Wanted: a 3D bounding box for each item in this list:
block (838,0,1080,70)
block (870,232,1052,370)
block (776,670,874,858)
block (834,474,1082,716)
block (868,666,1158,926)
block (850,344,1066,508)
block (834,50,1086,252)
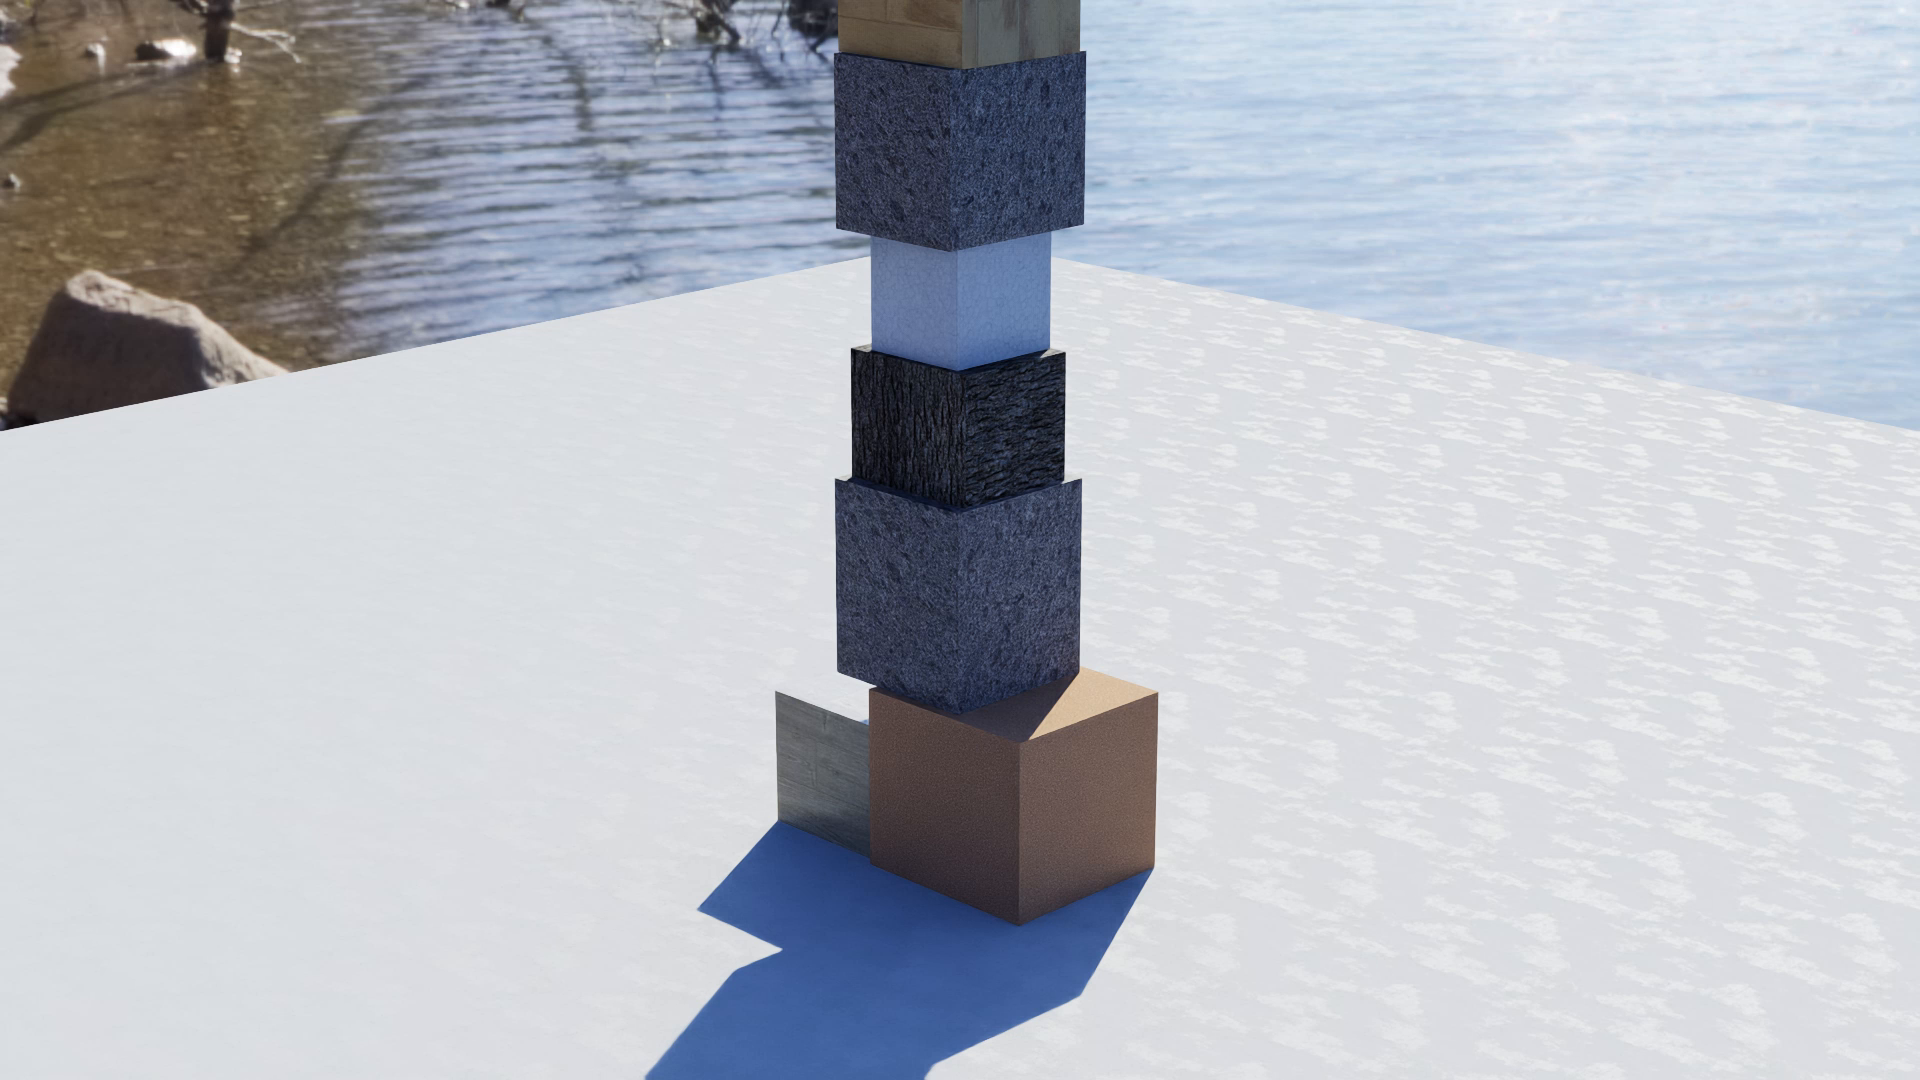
[{"bbox_3d":[-0.004,-2.500,12.552,0.720,0.816,0.757,-17,24,-42],"label":"block"},{"bbox_3d":[0.004,-1.116,12.996,0.586,0.555,0.542,-17,24,-42],"label":"block"},{"bbox_3d":[-0.346,1.014,14.012,0.812,0.663,0.684,-17,24,-42],"label":"block"},{"bbox_3d":[-0.007,0.165,13.386,0.793,0.933,0.790,-17,24,-42],"label":"block"},{"bbox_3d":[0.243,1.094,13.425,0.907,0.863,0.953,-17,24,-42],"label":"block"},{"bbox_3d":[-0.009,-0.564,13.155,0.632,0.595,0.727,-17,24,-42],"label":"block"},{"bbox_3d":[0.002,-1.746,12.796,0.836,0.767,0.710,-17,24,-42],"label":"block"}]
